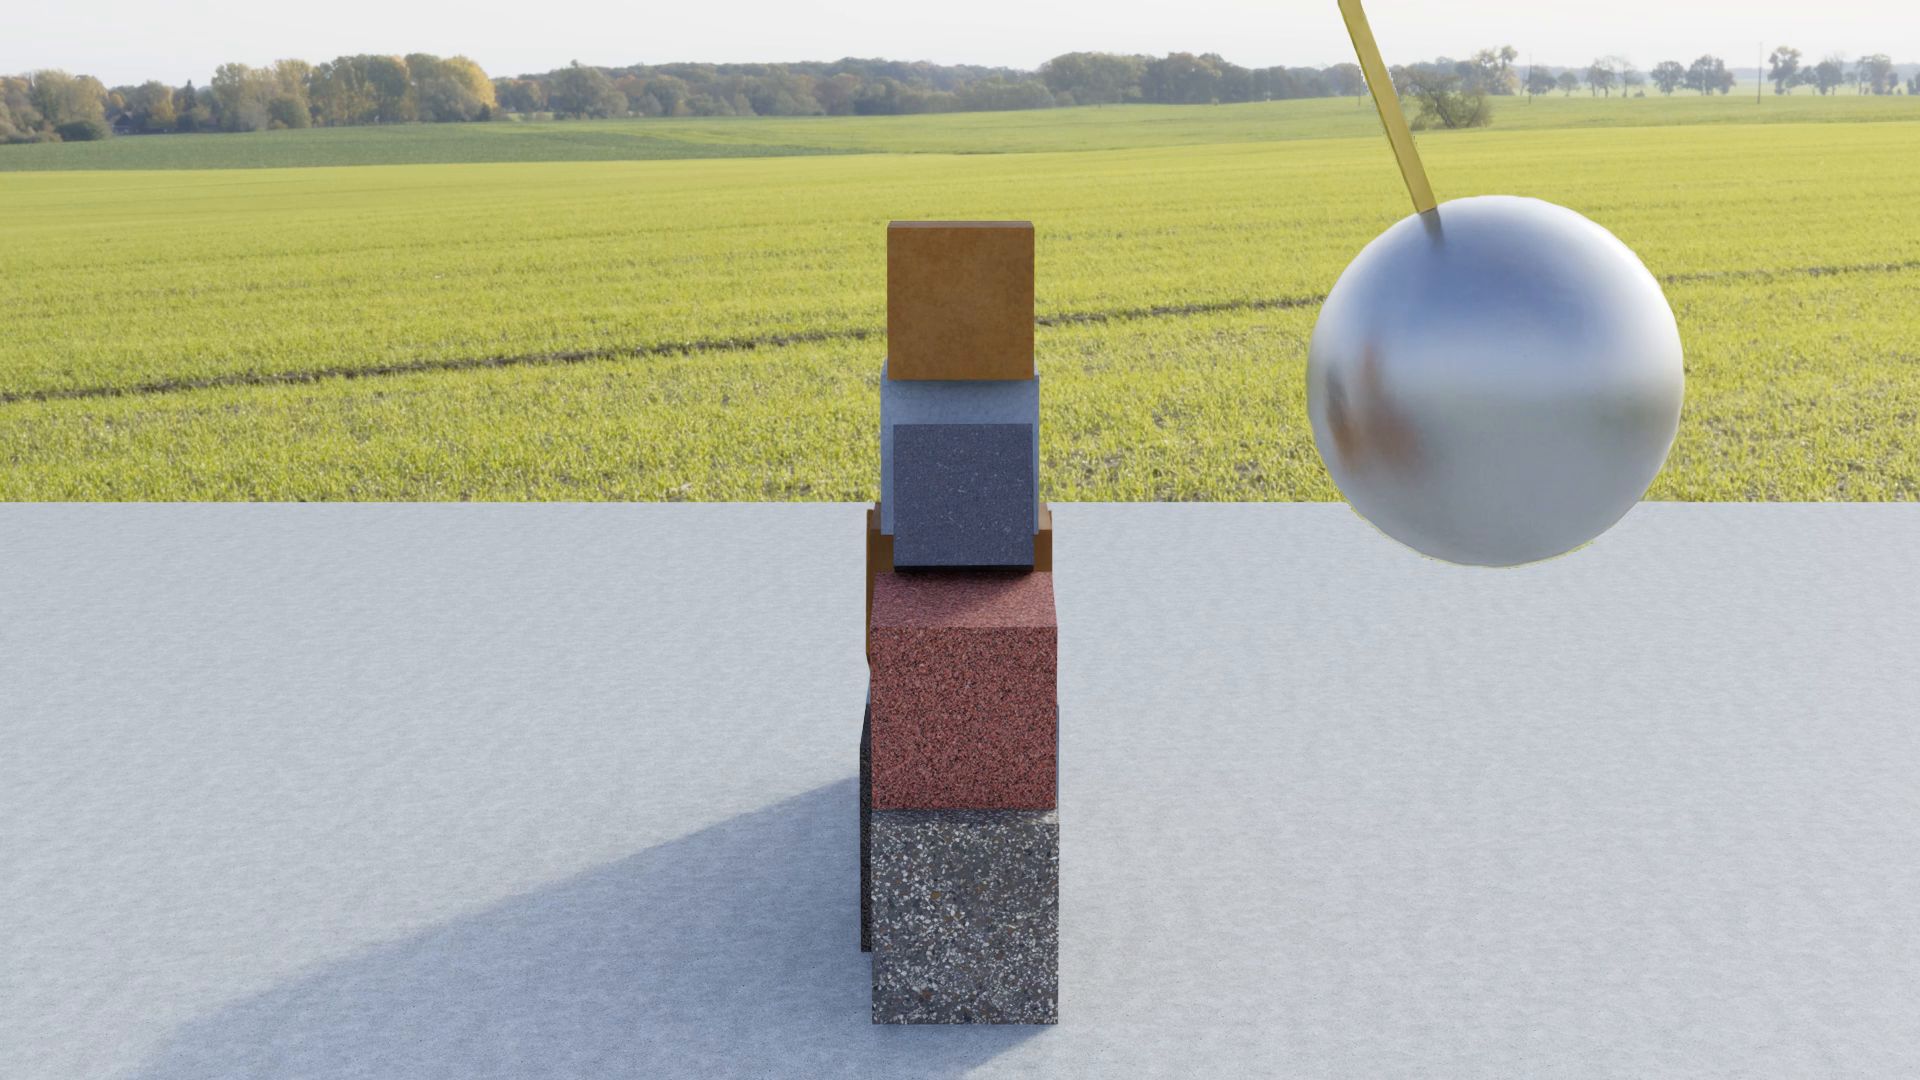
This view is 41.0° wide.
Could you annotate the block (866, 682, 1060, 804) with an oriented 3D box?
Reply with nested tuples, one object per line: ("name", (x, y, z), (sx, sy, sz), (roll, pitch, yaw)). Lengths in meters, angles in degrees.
("block", (0.010, 1.044, 11.463), (0.829, 0.845, 0.844), (0, 10, 0))

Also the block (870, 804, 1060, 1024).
("block", (0.019, 1.358, 9.919), (0.696, 0.779, 0.794), (0, 10, 0))

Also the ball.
("ball", (2.295, -0.681, 11.056), (1.600, 1.600, 1.600), (0, 10, 0))

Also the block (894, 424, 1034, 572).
("block", (0.014, -0.129, 10.226), (0.543, 0.559, 0.560), (0, -10, 0))

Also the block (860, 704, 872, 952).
("block", (-0.013, 1.184, 10.675), (0.776, 0.851, 0.736), (0, 10, 0))

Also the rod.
("rod", (0.994, -3.772, 10.495), (0.080, 5.200, 0.080), (-22, 10, 4))

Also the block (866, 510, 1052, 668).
("block", (-0.004, 0.261, 12.024), (0.846, 0.662, 0.737), (0, -12, 0))

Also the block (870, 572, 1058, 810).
("block", (0.014, 0.569, 9.853), (0.690, 0.724, 0.667), (0, 17, 0))

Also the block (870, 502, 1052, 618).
("block", (0.004, 0.274, 11.159), (0.764, 0.772, 0.735), (0, 10, 0))

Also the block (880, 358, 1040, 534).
("block", (0.000, -0.405, 10.873), (0.651, 0.663, 0.653), (0, 10, 0))

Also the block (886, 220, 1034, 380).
("block", (0.003, -0.992, 10.541), (0.588, 0.608, 0.584), (0, 10, 0))
